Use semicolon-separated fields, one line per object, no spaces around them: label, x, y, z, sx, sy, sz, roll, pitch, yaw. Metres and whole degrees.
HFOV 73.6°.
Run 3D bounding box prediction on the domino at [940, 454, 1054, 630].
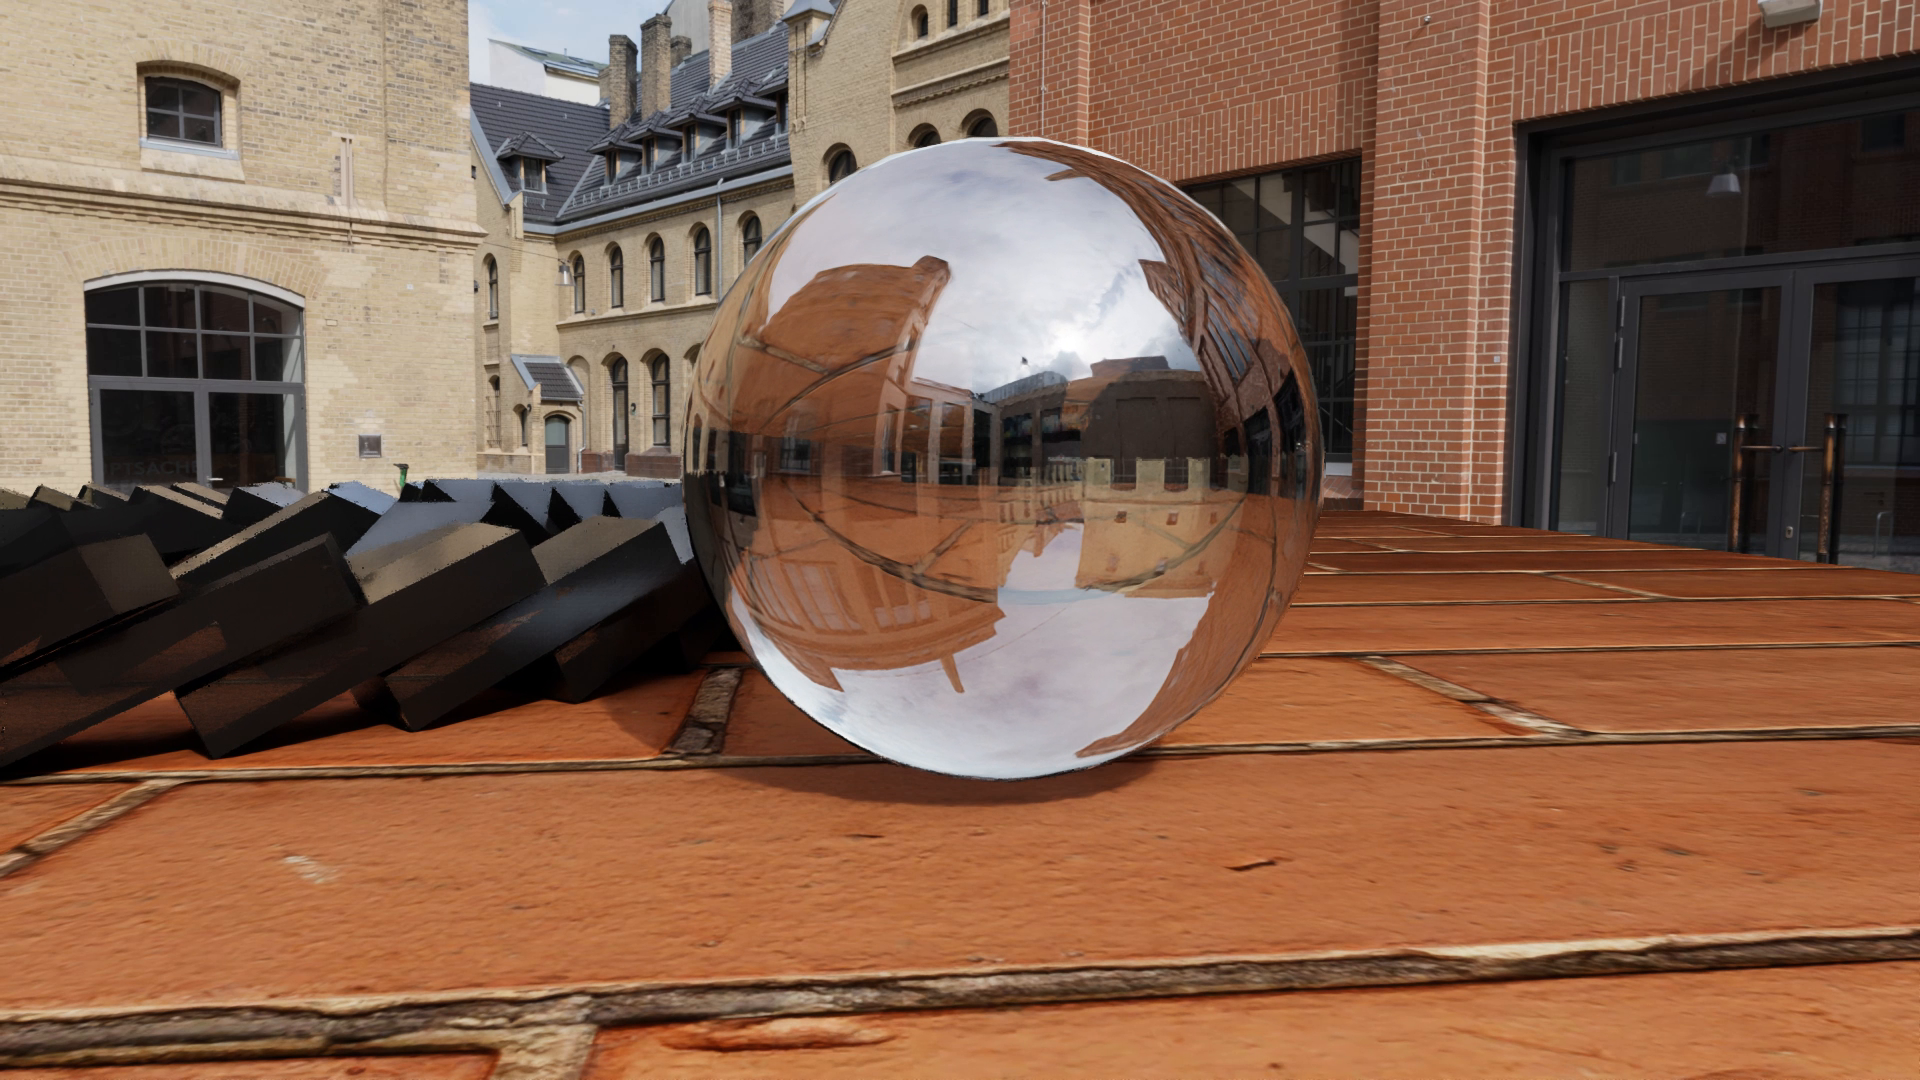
domino;0.010;-0.001;0.309;0.025;0.009;0.050;0;45;4

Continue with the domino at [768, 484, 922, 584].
domino;-0.038;-0.003;0.412;0.025;0.010;0.050;-3;29;-40

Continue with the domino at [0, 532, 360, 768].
domino;-0.110;0.015;0.178;0.050;0.009;0.025;-28;15;-20

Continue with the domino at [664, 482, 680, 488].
domino;-0.077;-0.005;0.442;0.050;0.010;0.025;31;21;31

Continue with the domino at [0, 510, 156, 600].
domino;-0.245;0.002;0.339;0.025;0.009;0.050;2;-21;29

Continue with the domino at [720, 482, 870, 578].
domino;-0.056;-0.004;0.428;0.025;0.009;0.050;-4;30;-45

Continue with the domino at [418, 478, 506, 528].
domino;-0.140;-0.003;0.395;0.050;0.010;0.025;32;16;24

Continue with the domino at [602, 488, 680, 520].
domino;-0.079;0.001;0.354;0.025;0.009;0.050;-3;30;-31

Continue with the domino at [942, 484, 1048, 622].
domino;0.010;0.002;0.327;0.025;0.010;0.050;0;32;4

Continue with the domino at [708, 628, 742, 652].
domino;-0.054;0.007;0.284;0.025;0.009;0.050;1;29;7

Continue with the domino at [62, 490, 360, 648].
domino;-0.142;0.008;0.244;0.050;0.009;0.025;-36;21;-25

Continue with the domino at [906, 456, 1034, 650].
domino;0.003;0.002;0.280;0.025;0.010;0.050;0;45;5

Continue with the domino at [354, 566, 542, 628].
domino;-0.127;0.014;0.323;0.025;0.010;0.050;0;4;3

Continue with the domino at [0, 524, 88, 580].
domino;-0.299;-0.001;0.391;0.025;0.009;0.050;3;-19;39

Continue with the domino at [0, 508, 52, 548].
domino;-0.187;0.010;0.226;0.050;0.010;0.025;-27;-4;18

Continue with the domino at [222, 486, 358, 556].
domino;-0.192;-0.002;0.389;0.050;0.010;0.025;24;1;-5

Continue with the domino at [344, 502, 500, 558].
domino;-0.127;0.006;0.296;0.025;0.010;0.050;0;27;2

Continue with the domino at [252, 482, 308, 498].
domino;-0.222;-0.006;0.452;0.050;0.010;0.025;24;-1;-13

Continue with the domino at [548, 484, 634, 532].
domino;-0.097;0.000;0.371;0.025;0.010;0.050;-4;31;-41

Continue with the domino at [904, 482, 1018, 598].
domino;-0.001;-0.001;0.373;0.025;0.009;0.050;1;30;-10

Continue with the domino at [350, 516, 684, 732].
domino;-0.074;0.012;0.211;0.050;0.010;0.025;-34;25;-35

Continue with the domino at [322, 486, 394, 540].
domino;-0.167;-0.001;0.390;0.050;0.009;0.025;24;3;-3

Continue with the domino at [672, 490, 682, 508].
domino;-0.062;0.003;0.333;0.025;0.009;0.050;0;30;-10

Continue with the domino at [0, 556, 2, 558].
domino;-0.311;0.000;0.370;0.025;0.010;0.050;3;-19;32

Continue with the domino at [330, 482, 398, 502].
domino;-0.198;-0.006;0.459;0.050;0.010;0.025;24;1;-7

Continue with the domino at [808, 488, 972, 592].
domino;-0.022;-0.001;0.392;0.025;0.009;0.050;-4;29;-40

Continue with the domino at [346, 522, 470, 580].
domino;-0.120;0.010;0.262;0.050;0.009;0.025;-24;24;-37

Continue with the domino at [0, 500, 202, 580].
domino;-0.163;0.010;0.223;0.050;0.010;0.025;-27;1;11

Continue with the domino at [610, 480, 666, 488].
domino;-0.099;-0.006;0.453;0.050;0.009;0.025;30;18;27

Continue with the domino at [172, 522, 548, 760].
domino;-0.091;0.013;0.194;0.050;0.009;0.025;-31;21;-29

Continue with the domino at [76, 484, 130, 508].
domino;-0.266;-0.004;0.430;0.050;0.009;0.025;25;-8;-27

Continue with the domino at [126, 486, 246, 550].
domino;-0.216;-0.001;0.379;0.050;0.009;0.025;25;-6;-18

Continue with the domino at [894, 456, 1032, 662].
domino;0.002;0.003;0.266;0.025;0.009;0.050;0;45;5

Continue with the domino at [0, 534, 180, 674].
domino;-0.132;0.015;0.165;0.050;0.009;0.025;-27;11;-12

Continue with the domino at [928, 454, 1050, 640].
domino;0.008;0.001;0.294;0.025;0.010;0.050;0;45;5

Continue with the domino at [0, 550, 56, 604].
domino;-0.257;0.003;0.317;0.025;0.010;0.050;-1;-22;25

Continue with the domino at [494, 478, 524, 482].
domino;-0.148;-0.007;0.465;0.050;0.010;0.025;26;9;10

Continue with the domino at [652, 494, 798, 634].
domino;-0.055;0.005;0.309;0.025;0.010;0.050;0;29;1

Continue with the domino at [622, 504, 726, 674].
domino;-0.056;0.008;0.259;0.025;0.009;0.050;1;29;17

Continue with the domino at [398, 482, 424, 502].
domino;-0.173;-0.007;0.463;0.050;0.009;0.025;24;4;-1

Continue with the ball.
ball;0.005;-0.010;0.164;0.080;0.080;0.080;0;4;0

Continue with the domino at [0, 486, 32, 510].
domino;-0.285;-0.003;0.414;0.050;0.010;0.025;27;-12;-33

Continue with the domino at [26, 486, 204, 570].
domino;-0.235;0.000;0.364;0.050;0.009;0.025;28;-12;-30

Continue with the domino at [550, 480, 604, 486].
domino;-0.122;-0.007;0.462;0.050;0.009;0.025;28;15;21

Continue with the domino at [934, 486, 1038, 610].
domino;0.006;0.001;0.350;0.025;0.010;0.050;0;30;-3

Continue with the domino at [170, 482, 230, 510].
domino;-0.245;-0.005;0.444;0.050;0.010;0.025;24;-3;-17

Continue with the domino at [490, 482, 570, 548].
domino;-0.117;-0.002;0.385;0.050;0.009;0.025;35;23;33

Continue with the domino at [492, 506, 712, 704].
domino;-0.060;0.010;0.233;0.025;0.009;0.050;3;31;37
